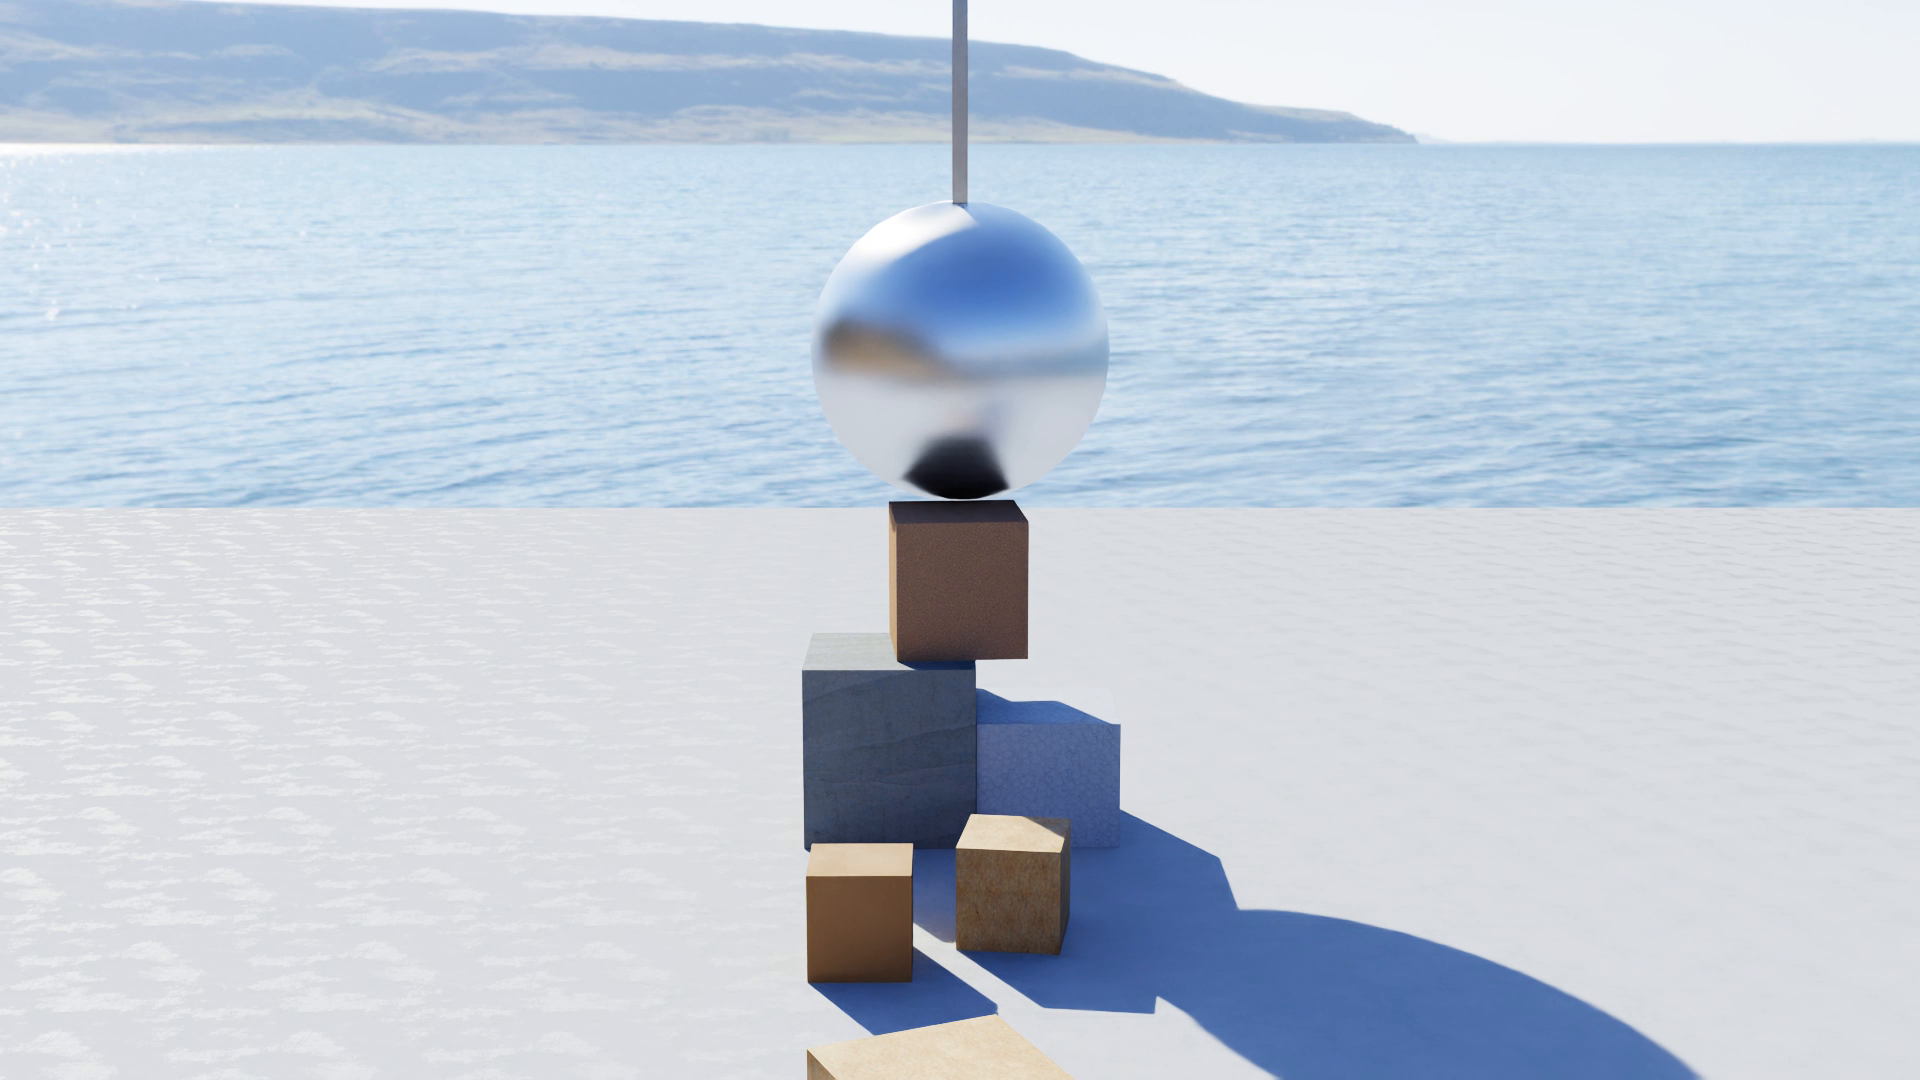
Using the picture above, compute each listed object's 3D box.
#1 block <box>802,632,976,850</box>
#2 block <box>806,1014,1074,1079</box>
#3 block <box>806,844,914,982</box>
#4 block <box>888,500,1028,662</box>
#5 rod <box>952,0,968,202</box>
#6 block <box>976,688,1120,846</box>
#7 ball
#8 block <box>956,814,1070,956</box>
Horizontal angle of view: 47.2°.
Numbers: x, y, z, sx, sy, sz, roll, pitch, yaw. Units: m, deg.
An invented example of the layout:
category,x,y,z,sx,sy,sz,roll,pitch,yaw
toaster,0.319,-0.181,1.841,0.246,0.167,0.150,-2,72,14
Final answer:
category,x,y,z,sx,sy,sz,roll,pitch,yaw
block,-0.352,1.022,11.362,0.862,0.924,0.835,0,10,0
block,-0.050,1.974,7.035,0.681,0.599,0.665,-5,11,-24
block,-0.425,1.599,9.454,0.442,0.471,0.429,0,10,0
block,-0.016,0.199,11.343,0.663,0.704,0.690,-1,10,-5
rod,0.000,-4.252,10.723,0.080,5.200,0.080,0,17,0
block,0.441,1.165,11.374,0.719,0.638,0.732,0,10,0
ball,0.000,-1.003,11.726,1.600,1.600,1.600,0,10,0
block,0.242,1.533,9.828,0.457,0.467,0.490,1,10,8
